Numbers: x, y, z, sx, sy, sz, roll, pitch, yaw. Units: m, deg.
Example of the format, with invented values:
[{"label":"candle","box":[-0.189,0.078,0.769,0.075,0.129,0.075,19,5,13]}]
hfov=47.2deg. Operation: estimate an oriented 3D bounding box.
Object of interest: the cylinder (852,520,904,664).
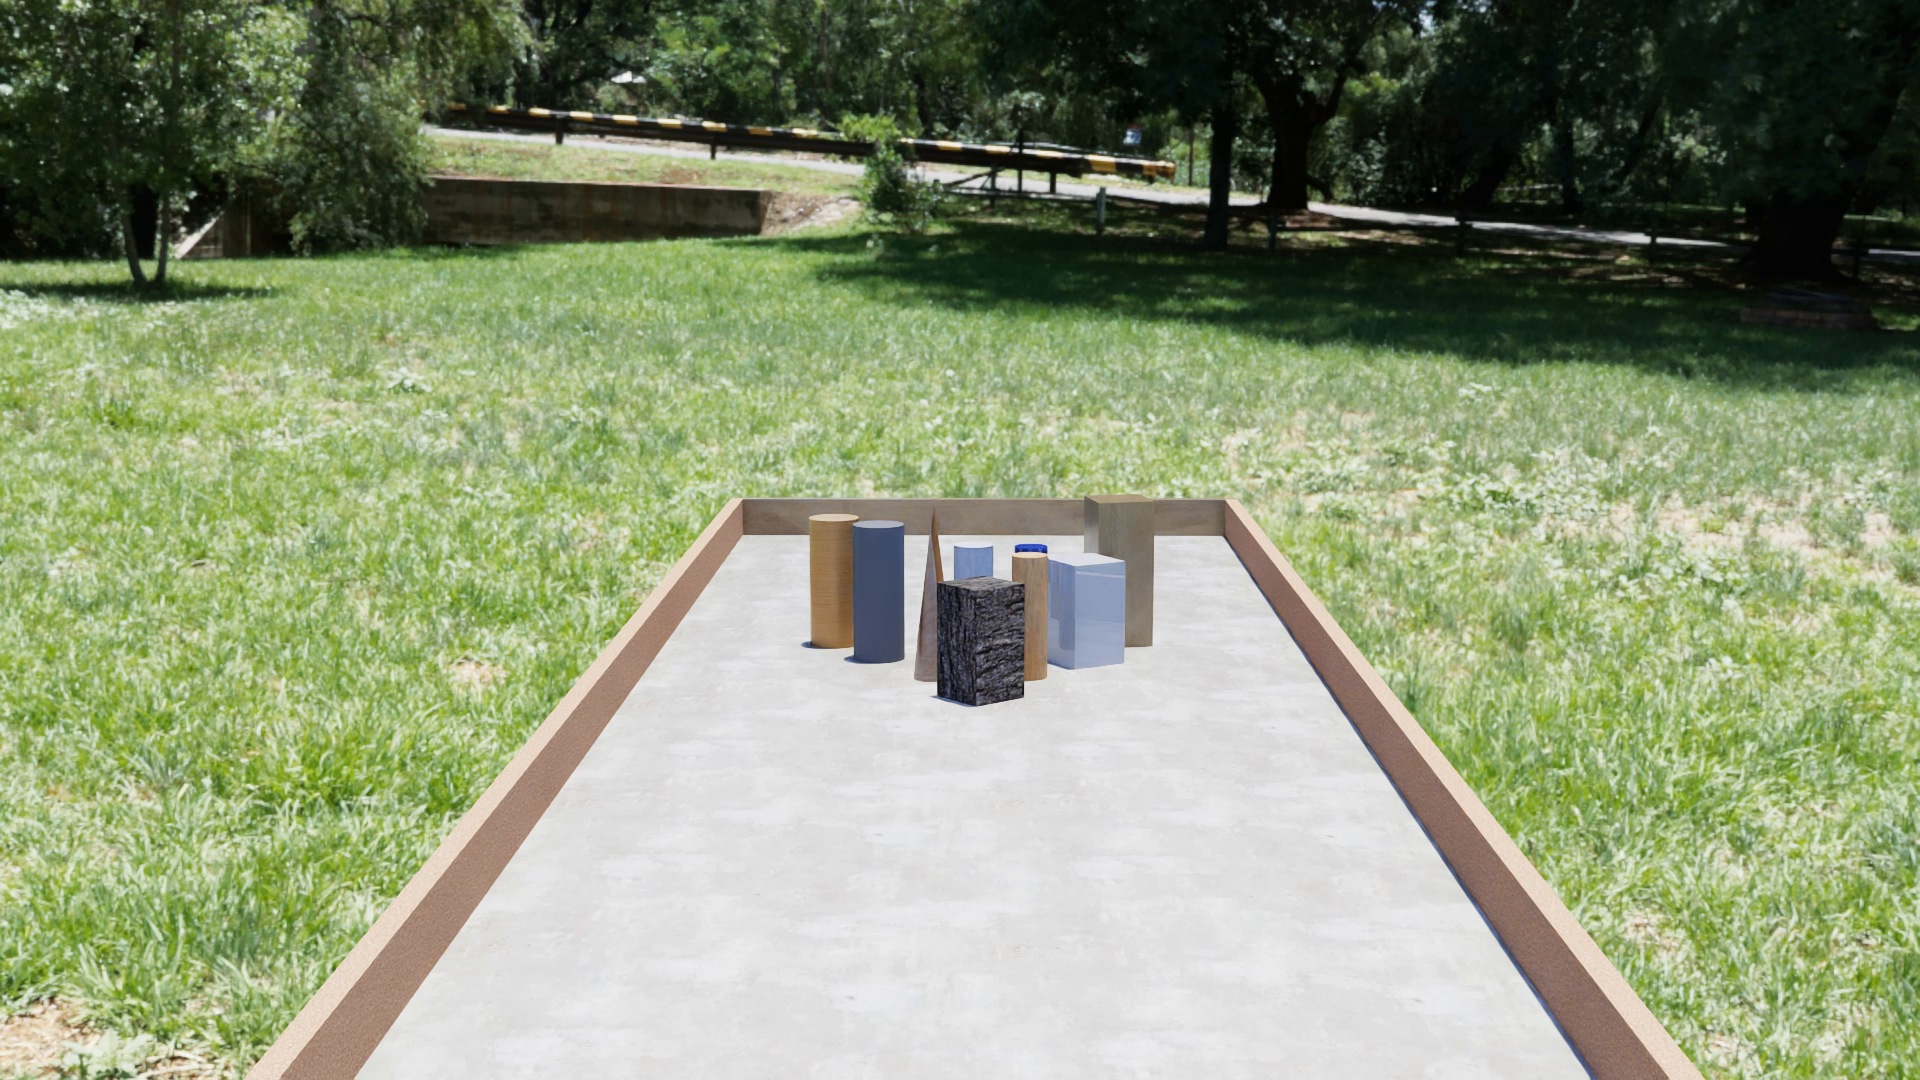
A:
[{"label":"cylinder","box":[-0.247,0.157,6.697,0.157,0.414,0.157,0,9,0]}]

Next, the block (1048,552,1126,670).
[{"label":"block","box":[0.376,0.213,6.662,0.179,0.313,0.179,-5,10,-29]}]

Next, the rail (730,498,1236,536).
[{"label":"rail","box":[0.099,-0.098,9.147,2.100,0.150,0.050,0,9,1]}]

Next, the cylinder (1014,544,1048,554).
[{"label":"cylinder","box":[0.223,0.173,6.930,0.104,0.310,0.104,0,9,0]}]

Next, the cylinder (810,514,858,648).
[{"label":"cylinder","box":[-0.394,0.129,6.913,0.156,0.403,0.156,0,9,0]}]

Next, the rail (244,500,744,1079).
[{"label":"rail","box":[-1.004,0.839,3.234,0.050,0.150,12.000,0,9,1]}]

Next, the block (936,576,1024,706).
[{"label":"block","box":[0.058,0.282,6.189,0.175,0.326,0.175,-7,12,-39]}]

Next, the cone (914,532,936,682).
[{"label":"cone","box":[-0.086,0.183,6.417,0.102,0.451,0.102,0,9,0]}]

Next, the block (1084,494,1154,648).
[{"label":"block","box":[0.500,0.096,6.938,0.179,0.459,0.179,-2,9,-11]}]

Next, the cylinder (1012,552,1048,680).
[{"label":"cylinder","box":[0.204,0.223,6.438,0.105,0.364,0.105,0,9,0]}]

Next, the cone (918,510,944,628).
[{"label":"cone","box":[-0.081,0.106,6.932,0.111,0.442,0.111,0,9,0]}]

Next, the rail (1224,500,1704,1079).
[{"label":"rail","box":[1.046,0.843,3.208,0.050,0.150,12.000,0,9,1]}]

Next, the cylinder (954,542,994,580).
[{"label":"cylinder","box":[0.041,0.189,6.680,0.120,0.356,0.120,0,9,0]}]
